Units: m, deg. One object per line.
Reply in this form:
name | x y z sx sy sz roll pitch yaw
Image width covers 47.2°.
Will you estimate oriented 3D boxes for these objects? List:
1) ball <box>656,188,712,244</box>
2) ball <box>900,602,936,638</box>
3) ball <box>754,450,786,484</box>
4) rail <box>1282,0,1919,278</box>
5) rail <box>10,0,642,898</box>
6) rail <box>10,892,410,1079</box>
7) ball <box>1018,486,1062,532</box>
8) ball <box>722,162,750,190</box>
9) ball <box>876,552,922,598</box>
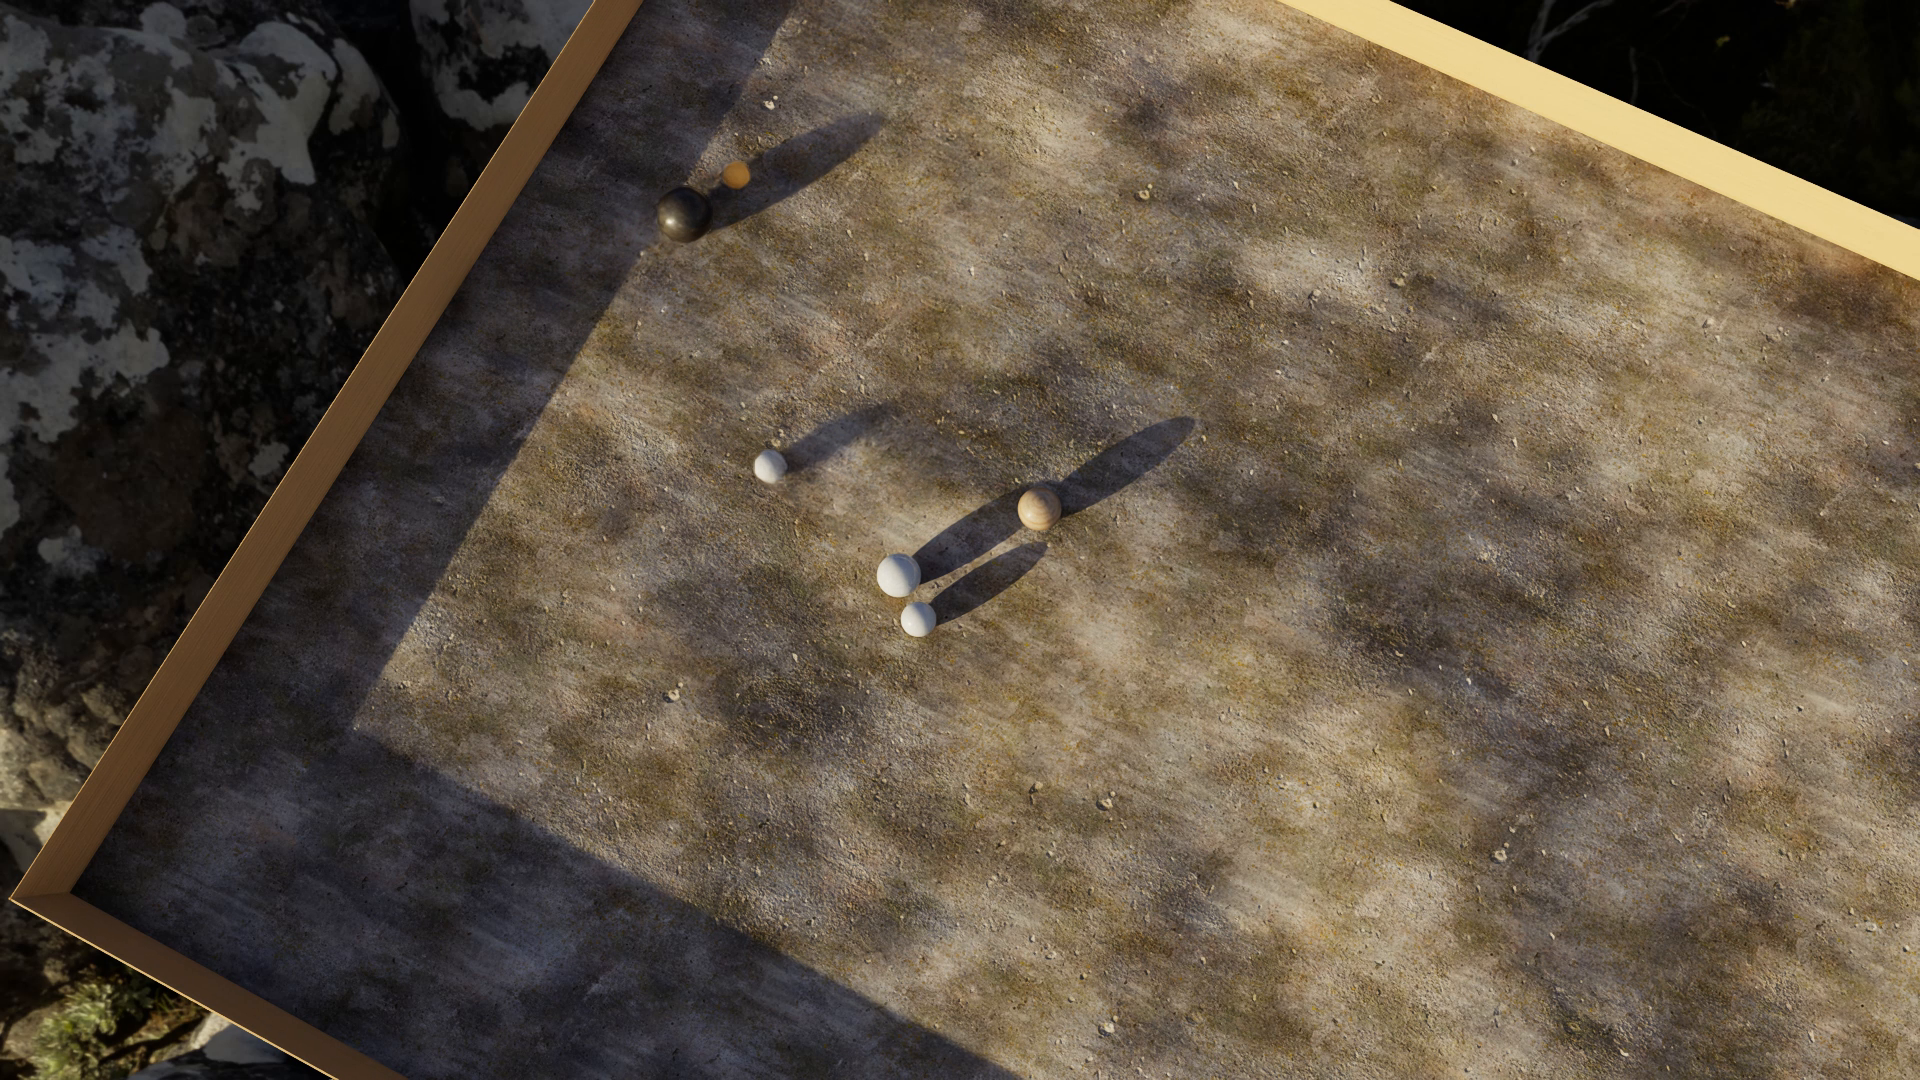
ball | -0.449 -0.529 3.580 0.090 0.090 0.090 0 71 0
ball | -0.064 0.122 3.379 0.055 0.055 0.055 0 71 0
ball | -0.298 -0.115 3.461 0.051 0.051 0.051 0 71 0
rail | 1.353 -0.533 3.566 3.808 0.117 0.045 26 73 8
rail | -0.826 -0.411 3.525 0.045 0.117 2.266 26 73 8
rail | 0.340 1.338 2.936 3.808 0.117 0.045 26 73 8
ball | 0.124 -0.048 3.429 0.069 0.069 0.069 0 71 0
ball | -0.370 -0.600 3.628 0.045 0.045 0.045 0 71 0
ball | -0.094 0.054 3.395 0.069 0.069 0.069 0 71 0
